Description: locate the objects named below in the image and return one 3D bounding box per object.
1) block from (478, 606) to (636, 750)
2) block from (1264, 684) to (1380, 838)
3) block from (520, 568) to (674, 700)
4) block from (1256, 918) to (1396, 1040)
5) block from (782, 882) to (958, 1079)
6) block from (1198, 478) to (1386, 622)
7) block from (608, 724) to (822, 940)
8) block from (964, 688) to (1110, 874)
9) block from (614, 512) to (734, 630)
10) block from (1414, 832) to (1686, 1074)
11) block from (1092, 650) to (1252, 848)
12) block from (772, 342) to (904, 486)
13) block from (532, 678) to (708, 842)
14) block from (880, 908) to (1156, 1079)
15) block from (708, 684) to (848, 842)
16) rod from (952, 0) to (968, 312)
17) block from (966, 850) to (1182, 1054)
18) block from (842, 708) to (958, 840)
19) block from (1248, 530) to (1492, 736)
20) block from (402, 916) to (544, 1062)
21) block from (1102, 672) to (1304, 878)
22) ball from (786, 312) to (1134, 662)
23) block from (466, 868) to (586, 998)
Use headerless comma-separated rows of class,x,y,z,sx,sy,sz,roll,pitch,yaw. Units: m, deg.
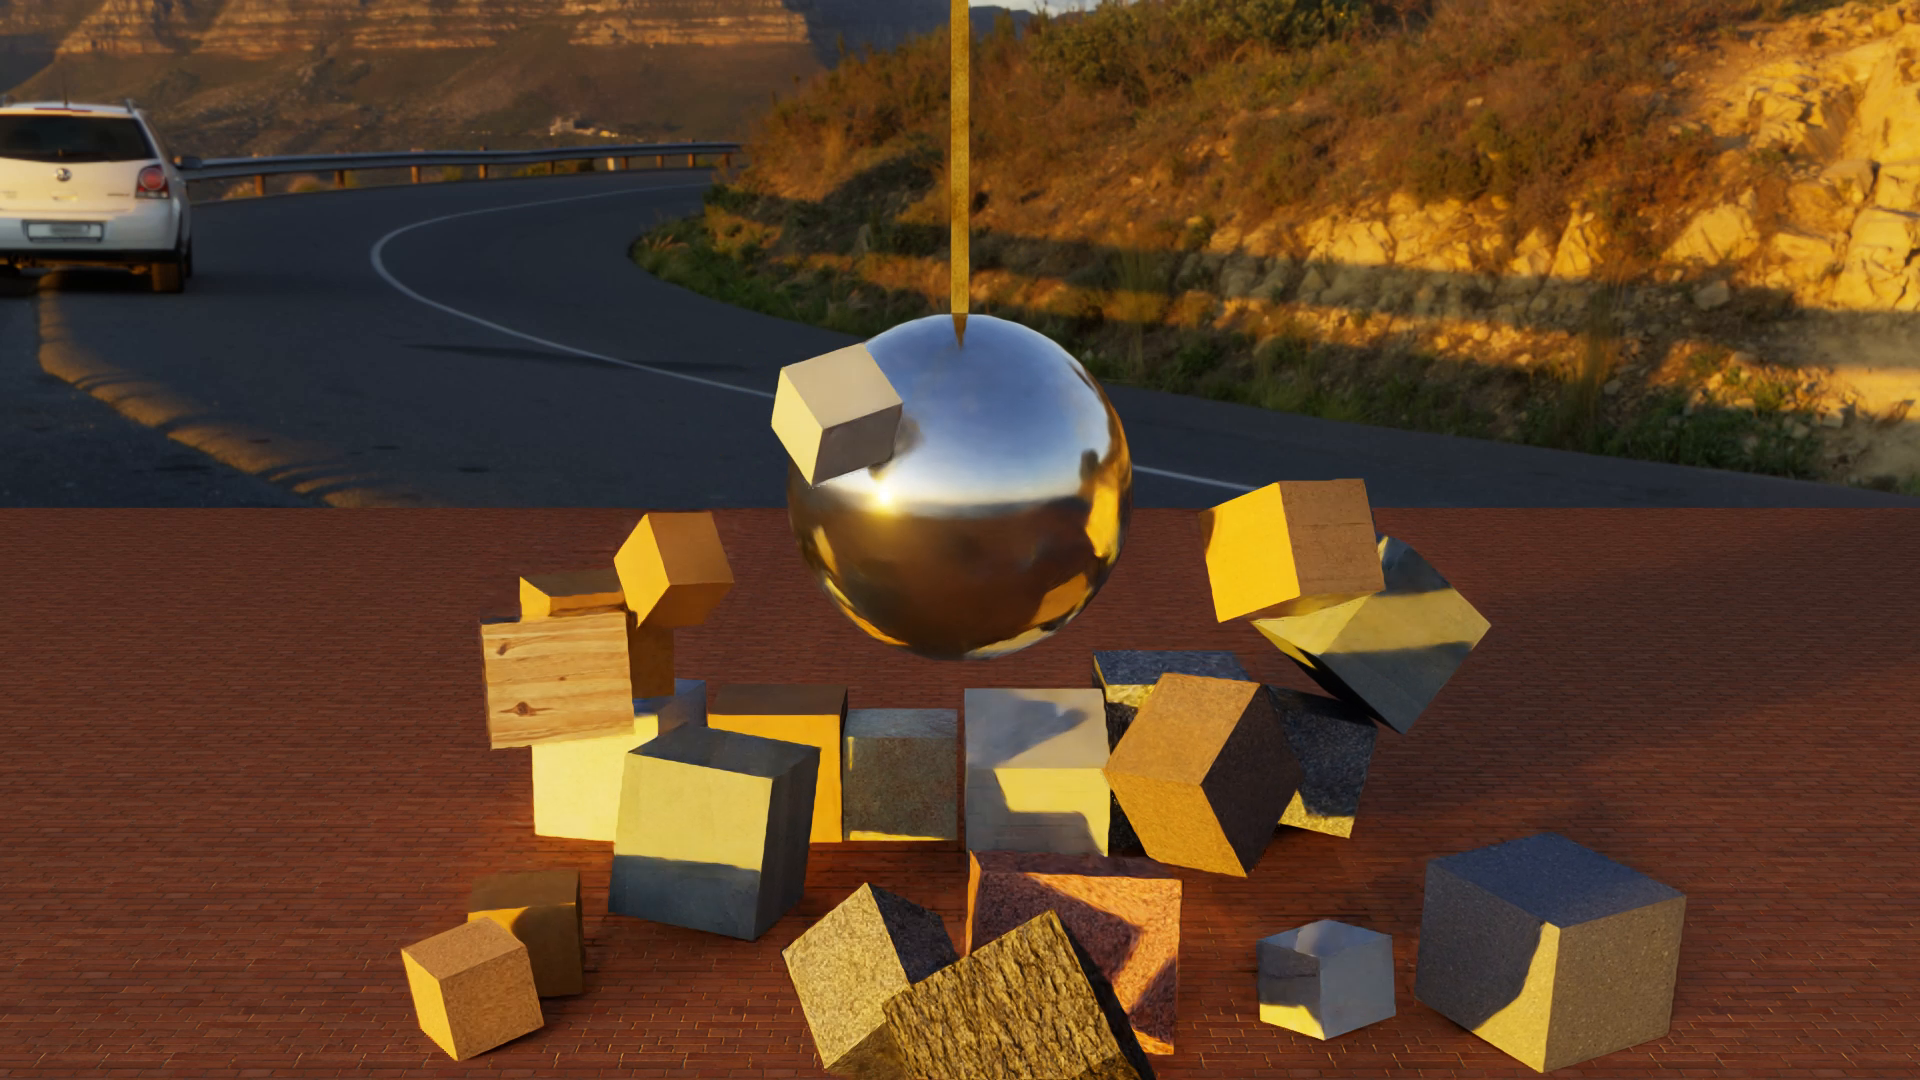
block,-1.936,0.647,10.520,0.656,0.575,0.622,-5,2,-14
block,1.793,1.136,11.375,0.501,0.588,0.514,13,9,-5
block,-1.877,0.493,11.367,0.635,0.567,0.594,-5,11,-25
block,1.461,1.749,8.787,0.401,0.328,0.357,-8,8,-35
block,-0.269,1.602,7.837,0.433,0.425,0.511,34,21,-45
block,1.510,0.050,10.047,0.519,0.518,0.575,-3,-12,-34
block,-1.103,1.305,9.986,0.678,0.724,0.762,9,7,12
block,0.368,1.178,10.821,0.687,0.621,0.692,0,29,-1
block,-1.355,0.144,10.391,0.342,0.394,0.404,-2,-32,-36
block,2.340,1.623,8.764,0.692,0.603,0.714,-7,17,-31
block,1.084,1.066,11.347,0.738,0.843,0.756,0,10,-2
block,-0.517,-0.527,9.185,0.382,0.369,0.354,-20,60,-26
block,-1.757,1.125,11.427,0.689,0.698,0.660,3,11,15
block,0.228,1.718,7.201,0.649,0.608,0.575,-30,47,3
block,-0.931,1.148,11.397,0.664,0.664,0.631,0,10,0
rod,0.000,-3.638,10.063,0.080,5.200,0.080,0,0,0
block,0.418,1.580,8.516,0.744,0.646,0.717,3,-2,-3
block,-0.304,1.209,11.410,0.578,0.538,0.568,0,10,0
block,2.084,0.415,11.292,0.688,0.718,0.772,41,-3,-25
block,-1.924,1.767,8.686,0.365,0.355,0.401,-19,19,-30
block,1.140,1.086,10.247,0.540,0.631,0.635,4,45,40
ball,0.000,-0.238,10.086,1.600,1.600,1.600,0,10,0
block,-1.821,1.662,9.266,0.439,0.395,0.441,-4,11,-8
